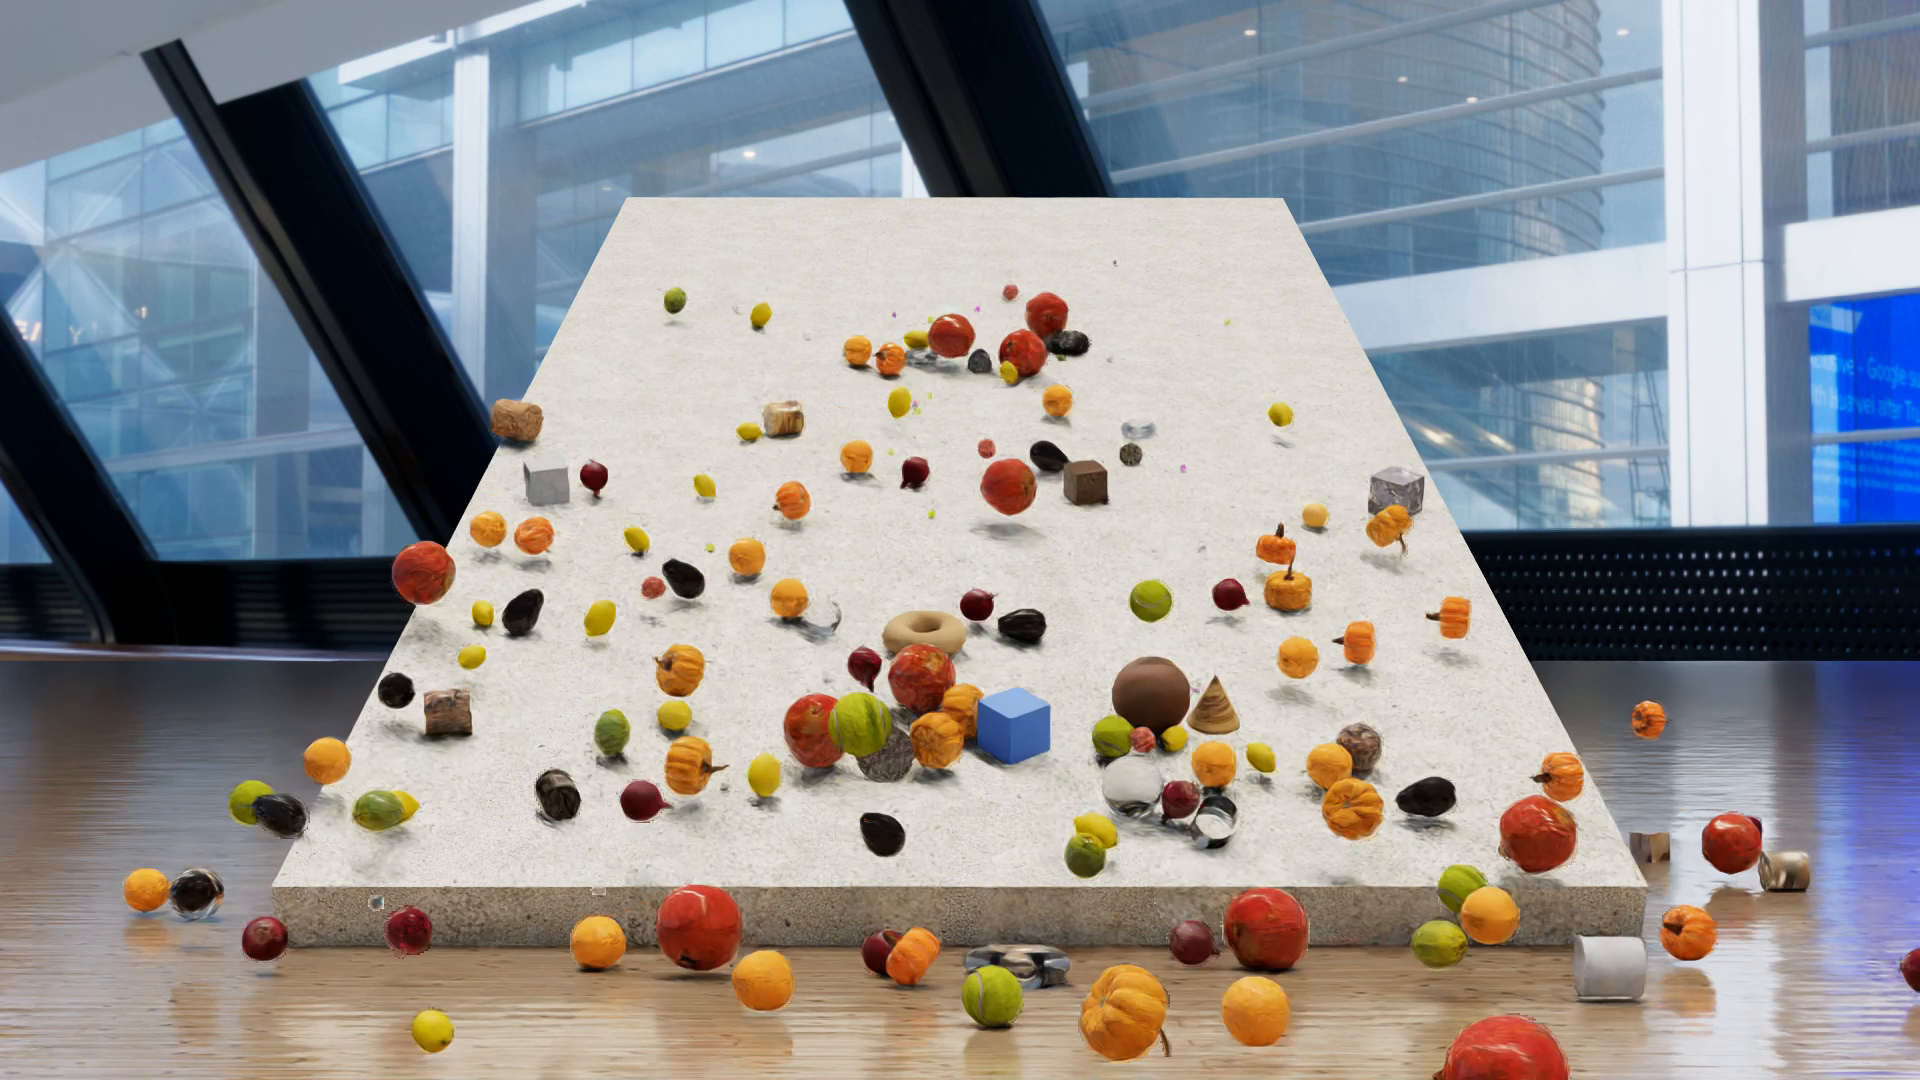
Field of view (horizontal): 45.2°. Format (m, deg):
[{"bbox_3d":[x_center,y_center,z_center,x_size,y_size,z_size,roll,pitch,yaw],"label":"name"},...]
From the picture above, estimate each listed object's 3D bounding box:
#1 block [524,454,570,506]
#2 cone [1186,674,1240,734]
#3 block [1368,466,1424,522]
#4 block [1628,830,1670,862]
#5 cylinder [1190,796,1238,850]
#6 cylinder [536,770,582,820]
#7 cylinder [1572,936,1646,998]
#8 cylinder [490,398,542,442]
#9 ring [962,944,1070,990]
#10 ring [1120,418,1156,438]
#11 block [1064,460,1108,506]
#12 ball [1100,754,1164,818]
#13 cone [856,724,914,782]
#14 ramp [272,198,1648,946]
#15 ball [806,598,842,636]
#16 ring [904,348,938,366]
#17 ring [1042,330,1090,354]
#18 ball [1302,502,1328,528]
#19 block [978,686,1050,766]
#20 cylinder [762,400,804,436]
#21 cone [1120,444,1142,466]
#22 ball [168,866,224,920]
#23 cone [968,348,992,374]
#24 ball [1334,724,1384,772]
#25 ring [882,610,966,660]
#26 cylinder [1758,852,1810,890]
[{"bbox_3d":[-0.849,-0.122,4.738,0.077,0.077,0.077,-8,24,-19],"label":"block"},{"bbox_3d":[0.421,0.261,3.814,0.090,0.090,0.090,0,23,0],"label":"cone"},{"bbox_3d":[0.884,-0.094,4.678,0.078,0.078,0.078,21,30,40],"label":"block"},{"bbox_3d":[1.430,0.635,4.786,0.057,0.057,0.057,-1,-2,-32],"label":"block"},{"bbox_3d":[0.382,0.423,3.465,0.060,0.060,0.060,-1,21,21],"label":"cylinder"},{"bbox_3d":[-0.616,0.390,3.540,0.057,0.057,0.057,1,21,-25],"label":"cylinder"},{"bbox_3d":[0.799,0.526,2.844,0.073,0.073,0.073,2,-3,3],"label":"cylinder"},{"bbox_3d":[-0.971,-0.263,5.053,0.082,0.082,0.082,11,2,24],"label":"cylinder"},{"bbox_3d":[0.073,0.553,2.993,0.141,0.047,0.141,0,-4,0],"label":"ring"},{"bbox_3d":[0.396,-0.246,5.106,0.080,0.027,0.080,0,24,0],"label":"ring"},{"bbox_3d":[0.258,-0.118,4.745,0.069,0.069,0.069,-8,24,-19],"label":"block"},{"bbox_3d":[0.264,0.376,3.530,0.097,0.097,0.097,0,-3,0],"label":"ball"},{"bbox_3d":[-0.113,0.340,3.686,0.092,0.092,0.092,0,-4,6],"label":"cone"},{"bbox_3d":[-0.007,-0.224,5.215,2.000,0.100,4.000,0,23,0],"label":"ramp"},{"bbox_3d":[-0.245,0.137,4.137,0.066,0.066,0.066,0,-3,0],"label":"ball"},{"bbox_3d":[-0.095,-0.442,5.570,0.083,0.028,0.083,-1,23,0],"label":"ring"},{"bbox_3d":[0.260,-0.484,5.657,0.116,0.039,0.116,0,22,0],"label":"ring"},{"bbox_3d":[0.709,-0.051,4.610,0.051,0.051,0.051,0,-3,0],"label":"ball"},{"bbox_3d":[0.087,0.300,3.729,0.084,0.084,0.084,-17,28,-35],"label":"block"},{"bbox_3d":[-0.390,-0.269,5.095,0.070,0.070,0.070,-9,1,-23],"label":"cylinder"},{"bbox_3d":[0.366,-0.180,4.952,0.051,0.051,0.051,0,-4,2],"label":"cone"},{"bbox_3d":[-1.229,0.569,3.716,0.086,0.086,0.086,0,-3,0],"label":"ball"},{"bbox_3d":[0.062,-0.421,5.519,0.061,0.061,0.061,-2,-9,33],"label":"cone"},{"bbox_3d":[0.634,0.330,3.670,0.077,0.077,0.077,0,-3,0],"label":"ball"},{"bbox_3d":[-0.063,0.168,4.086,0.149,0.050,0.149,-1,22,0],"label":"ring"},{"bbox_3d":[1.495,0.600,4.185,0.070,0.070,0.070,0,-3,1],"label":"cylinder"}]
